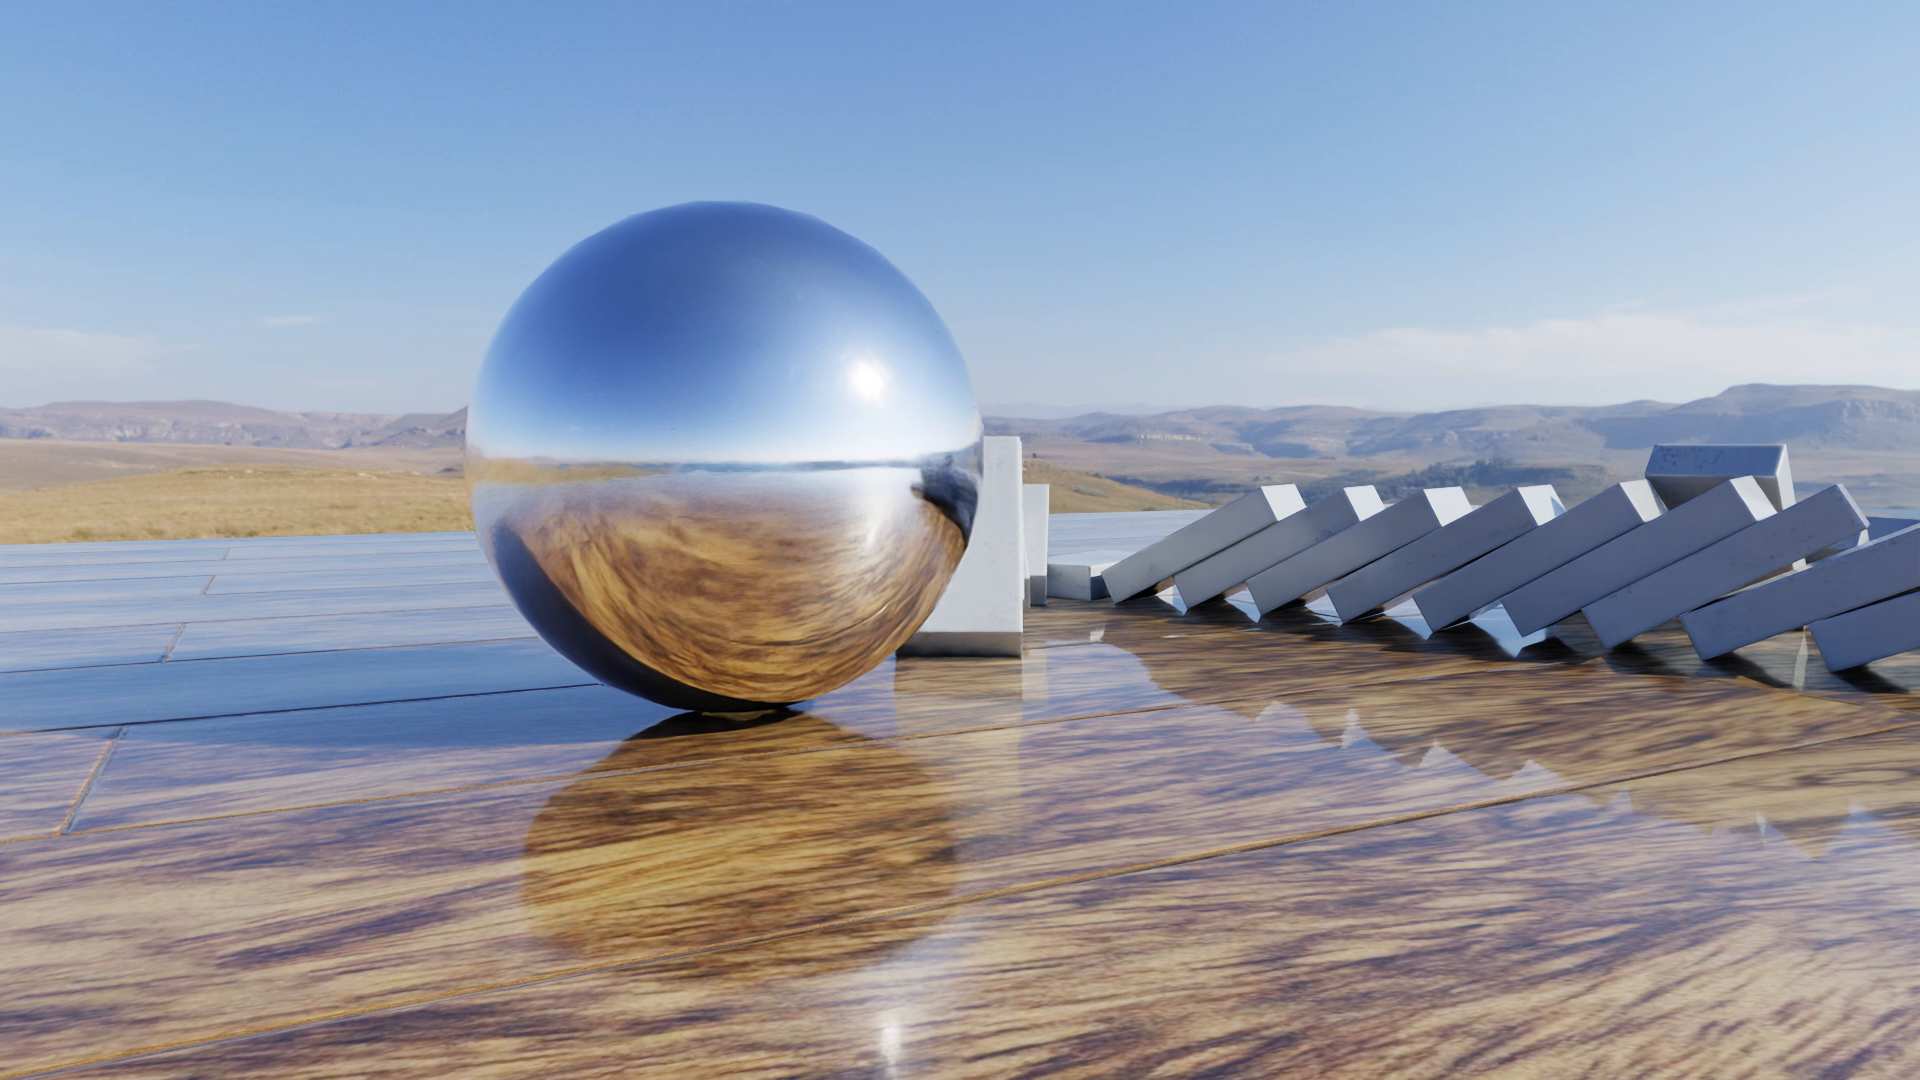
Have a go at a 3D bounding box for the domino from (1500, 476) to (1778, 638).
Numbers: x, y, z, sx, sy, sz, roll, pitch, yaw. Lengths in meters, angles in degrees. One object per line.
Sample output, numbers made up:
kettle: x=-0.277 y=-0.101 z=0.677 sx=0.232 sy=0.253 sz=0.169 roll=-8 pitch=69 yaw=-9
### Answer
domino: x=0.143 y=0.004 z=0.271 sx=0.050 sy=0.010 sz=0.025 roll=-37 pitch=-19 yaw=36

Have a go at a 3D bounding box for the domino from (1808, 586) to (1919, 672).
domino: x=0.186 y=0.010 z=0.234 sx=0.050 sy=0.010 sz=0.025 roll=-27 pitch=-14 yaw=36

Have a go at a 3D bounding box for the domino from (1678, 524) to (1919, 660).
domino: x=0.169 y=0.008 z=0.247 sx=0.050 sy=0.010 sz=0.025 roll=-31 pitch=-15 yaw=36

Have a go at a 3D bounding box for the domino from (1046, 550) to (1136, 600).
domino: x=0.040 y=0.010 z=0.375 sx=0.025 sy=0.010 sz=0.050 roll=3 pitch=5 yaw=35

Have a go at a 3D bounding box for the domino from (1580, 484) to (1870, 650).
domino: x=0.154 y=0.006 z=0.259 sx=0.050 sy=0.009 sz=0.025 roll=-36 pitch=-18 yaw=32

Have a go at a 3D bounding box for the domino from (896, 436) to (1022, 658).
domino: x=0.000 y=0.000 z=0.267 sx=0.025 sy=0.050 sz=0.009 roll=0 pitch=-36 yaw=1

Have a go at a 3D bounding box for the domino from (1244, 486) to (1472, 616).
domino: x=0.098 y=0.003 z=0.314 sx=0.050 sy=0.010 sz=0.025 roll=-33 pitch=-17 yaw=36

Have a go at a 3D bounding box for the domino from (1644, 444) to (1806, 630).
domino: x=0.173 y=0.000 z=0.289 sx=0.025 sy=0.050 sz=0.009 roll=4 pitch=50 yaw=43

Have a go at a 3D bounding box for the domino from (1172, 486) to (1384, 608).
domino: x=0.082 y=0.002 z=0.329 sx=0.050 sy=0.010 sz=0.025 roll=-31 pitch=-13 yaw=31

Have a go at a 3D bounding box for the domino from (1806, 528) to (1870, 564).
domino: x=0.206 y=0.005 z=0.334 sx=0.050 sy=0.010 sz=0.025 roll=5 pitch=-38 yaw=47

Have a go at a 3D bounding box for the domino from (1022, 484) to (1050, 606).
domino: x=0.012 y=0.000 z=0.356 sx=0.025 sy=0.010 sz=0.050 roll=0 pitch=31 yaw=5

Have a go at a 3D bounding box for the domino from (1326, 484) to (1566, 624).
domino: x=0.114 y=0.003 z=0.300 sx=0.050 sy=0.010 sz=0.025 roll=-34 pitch=-18 yaw=37

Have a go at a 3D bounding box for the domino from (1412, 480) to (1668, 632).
domino: x=0.129 y=0.004 z=0.285 sx=0.025 sy=0.010 sz=0.050 roll=-6 pitch=-25 yaw=-50

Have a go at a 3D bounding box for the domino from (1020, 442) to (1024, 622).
domino: x=0.003 y=-0.003 z=0.318 sx=0.025 sy=0.050 sz=0.010 roll=0 pitch=-38 yaw=1

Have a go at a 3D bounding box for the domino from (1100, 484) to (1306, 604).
domino: x=0.065 y=0.001 z=0.339 sx=0.050 sy=0.009 sz=0.025 roll=-31 pitch=-13 yaw=31

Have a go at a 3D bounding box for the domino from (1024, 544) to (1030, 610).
domino: x=0.004 y=0.001 z=0.337 sx=0.025 sy=0.010 sz=0.050 roll=-3 pitch=32 yaw=0

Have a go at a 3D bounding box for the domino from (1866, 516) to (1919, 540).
domino: x=0.237 y=0.006 z=0.320 sx=0.025 sy=0.009 sz=0.050 roll=44 pitch=-4 yaw=-11

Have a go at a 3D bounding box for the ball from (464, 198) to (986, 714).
ball: x=-0.036 y=-0.013 z=0.204 sx=0.080 sy=0.080 sz=0.080 roll=0 pitch=4 yaw=0
